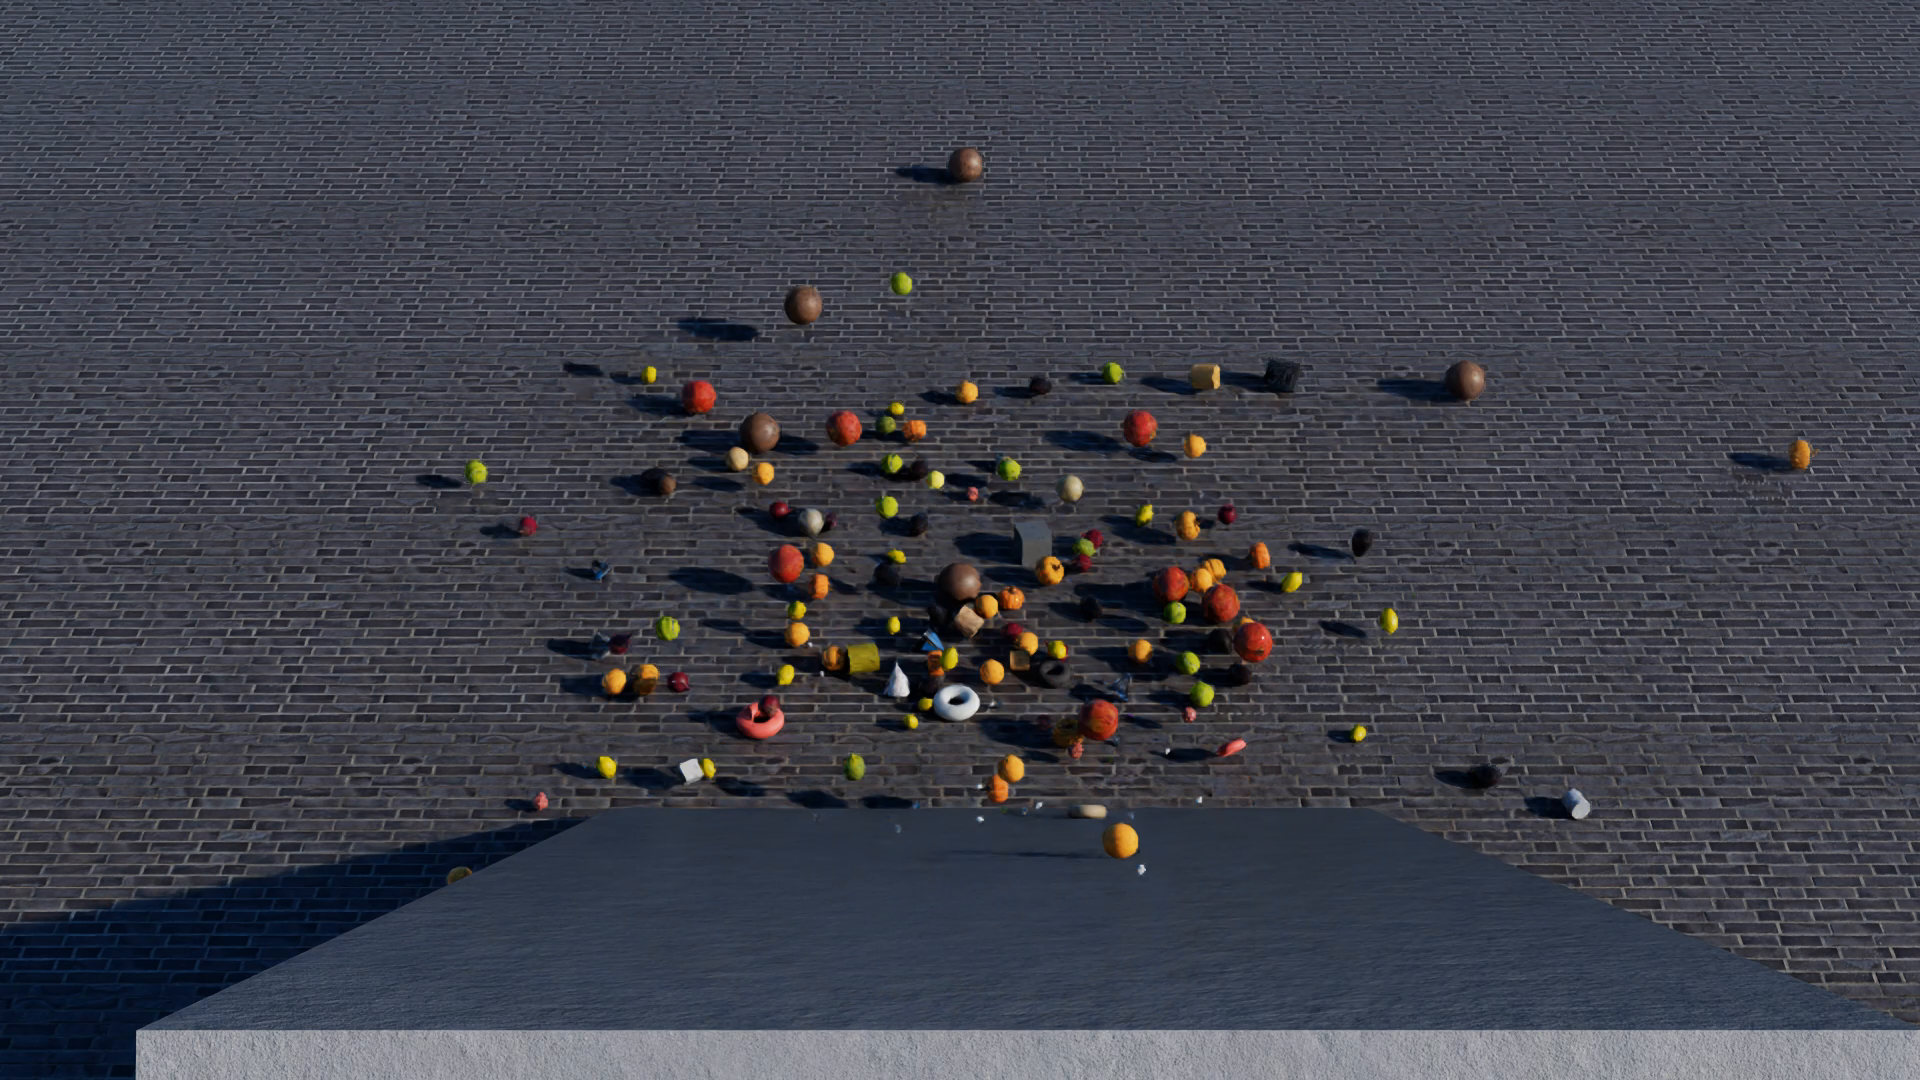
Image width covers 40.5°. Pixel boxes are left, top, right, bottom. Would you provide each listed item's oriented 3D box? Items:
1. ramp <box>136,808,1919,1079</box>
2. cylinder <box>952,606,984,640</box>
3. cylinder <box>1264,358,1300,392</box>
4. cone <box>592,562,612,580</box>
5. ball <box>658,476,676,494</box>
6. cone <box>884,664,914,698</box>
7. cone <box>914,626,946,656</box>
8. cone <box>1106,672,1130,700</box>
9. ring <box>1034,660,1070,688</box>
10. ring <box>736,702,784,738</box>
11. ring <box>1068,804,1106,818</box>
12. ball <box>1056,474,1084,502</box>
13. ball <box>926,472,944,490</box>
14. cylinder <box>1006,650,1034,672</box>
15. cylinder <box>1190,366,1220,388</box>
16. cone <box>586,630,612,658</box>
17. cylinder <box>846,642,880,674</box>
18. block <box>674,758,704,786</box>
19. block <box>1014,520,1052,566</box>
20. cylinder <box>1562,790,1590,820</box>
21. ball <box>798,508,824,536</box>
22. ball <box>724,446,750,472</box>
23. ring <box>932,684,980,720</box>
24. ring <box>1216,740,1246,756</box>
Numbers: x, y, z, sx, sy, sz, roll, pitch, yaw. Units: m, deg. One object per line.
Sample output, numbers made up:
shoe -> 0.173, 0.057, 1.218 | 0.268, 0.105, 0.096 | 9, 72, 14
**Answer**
ramp -> 0.080, 0.679, 4.900 | 2.000, 0.100, 4.000 | 0, -2, 0
cylinder -> 0.022, 0.240, 7.581 | 0.071, 0.071, 0.071 | 39, 43, -1
cylinder -> 1.071, -0.549, 8.659 | 0.090, 0.090, 0.090 | 17, 40, 19
cone -> -1.068, 0.082, 7.838 | 0.058, 0.058, 0.058 | -28, 45, -32
ball -> -0.921, -0.172, 8.160 | 0.058, 0.058, 0.058 | 0, 36, 0
cone -> -0.177, 0.387, 7.386 | 0.087, 0.087, 0.087 | -3, 28, 1
cone -> -0.072, 0.308, 7.543 | 0.090, 0.090, 0.090 | 38, 44, 4
cone -> 0.462, 0.405, 7.362 | 0.072, 0.072, 0.072 | 24, 76, 29
ring -> 0.266, 0.383, 7.448 | 0.104, 0.035, 0.104 | -1, 37, 1
ring -> -0.559, 0.505, 7.274 | 0.135, 0.045, 0.135 | -1, 37, 1
ring -> 0.320, 0.679, 6.519 | 0.098, 0.033, 0.098 | 1, -3, 0
ball -> 0.340, -0.160, 8.074 | 0.085, 0.085, 0.085 | 0, 36, 0
ball -> -0.076, -0.182, 7.880 | 0.055, 0.055, 0.055 | 0, 36, 0
cylinder -> 0.173, 0.347, 7.476 | 0.058, 0.058, 0.058 | 14, 27, -32
cylinder -> 0.816, -0.542, 8.634 | 0.077, 0.077, 0.077 | 3, 35, 25
cone -> -1.049, 0.292, 7.537 | 0.074, 0.074, 0.074 | 0, 36, 0
cylinder -> -0.280, 0.339, 7.460 | 0.085, 0.085, 0.085 | -8, 37, -10
block -> -0.734, 0.629, 7.047 | 0.052, 0.052, 0.052 | -20, 77, -26
block -> 0.223, 0.007, 7.906 | 0.094, 0.094, 0.094 | -9, 37, -12
cylinder -> 1.654, 0.710, 6.982 | 0.057, 0.057, 0.057 | -11, 35, -14
ball -> -0.459, -0.056, 8.002 | 0.082, 0.082, 0.082 | 0, 36, 0
ball -> -0.710, -0.258, 8.279 | 0.077, 0.077, 0.077 | 0, 36, 0
ring -> -0.012, 0.459, 7.336 | 0.134, 0.045, 0.134 | -1, 36, 1
ring -> 0.743, 0.571, 7.129 | 0.083, 0.083, 0.028 | -16, 77, -20
